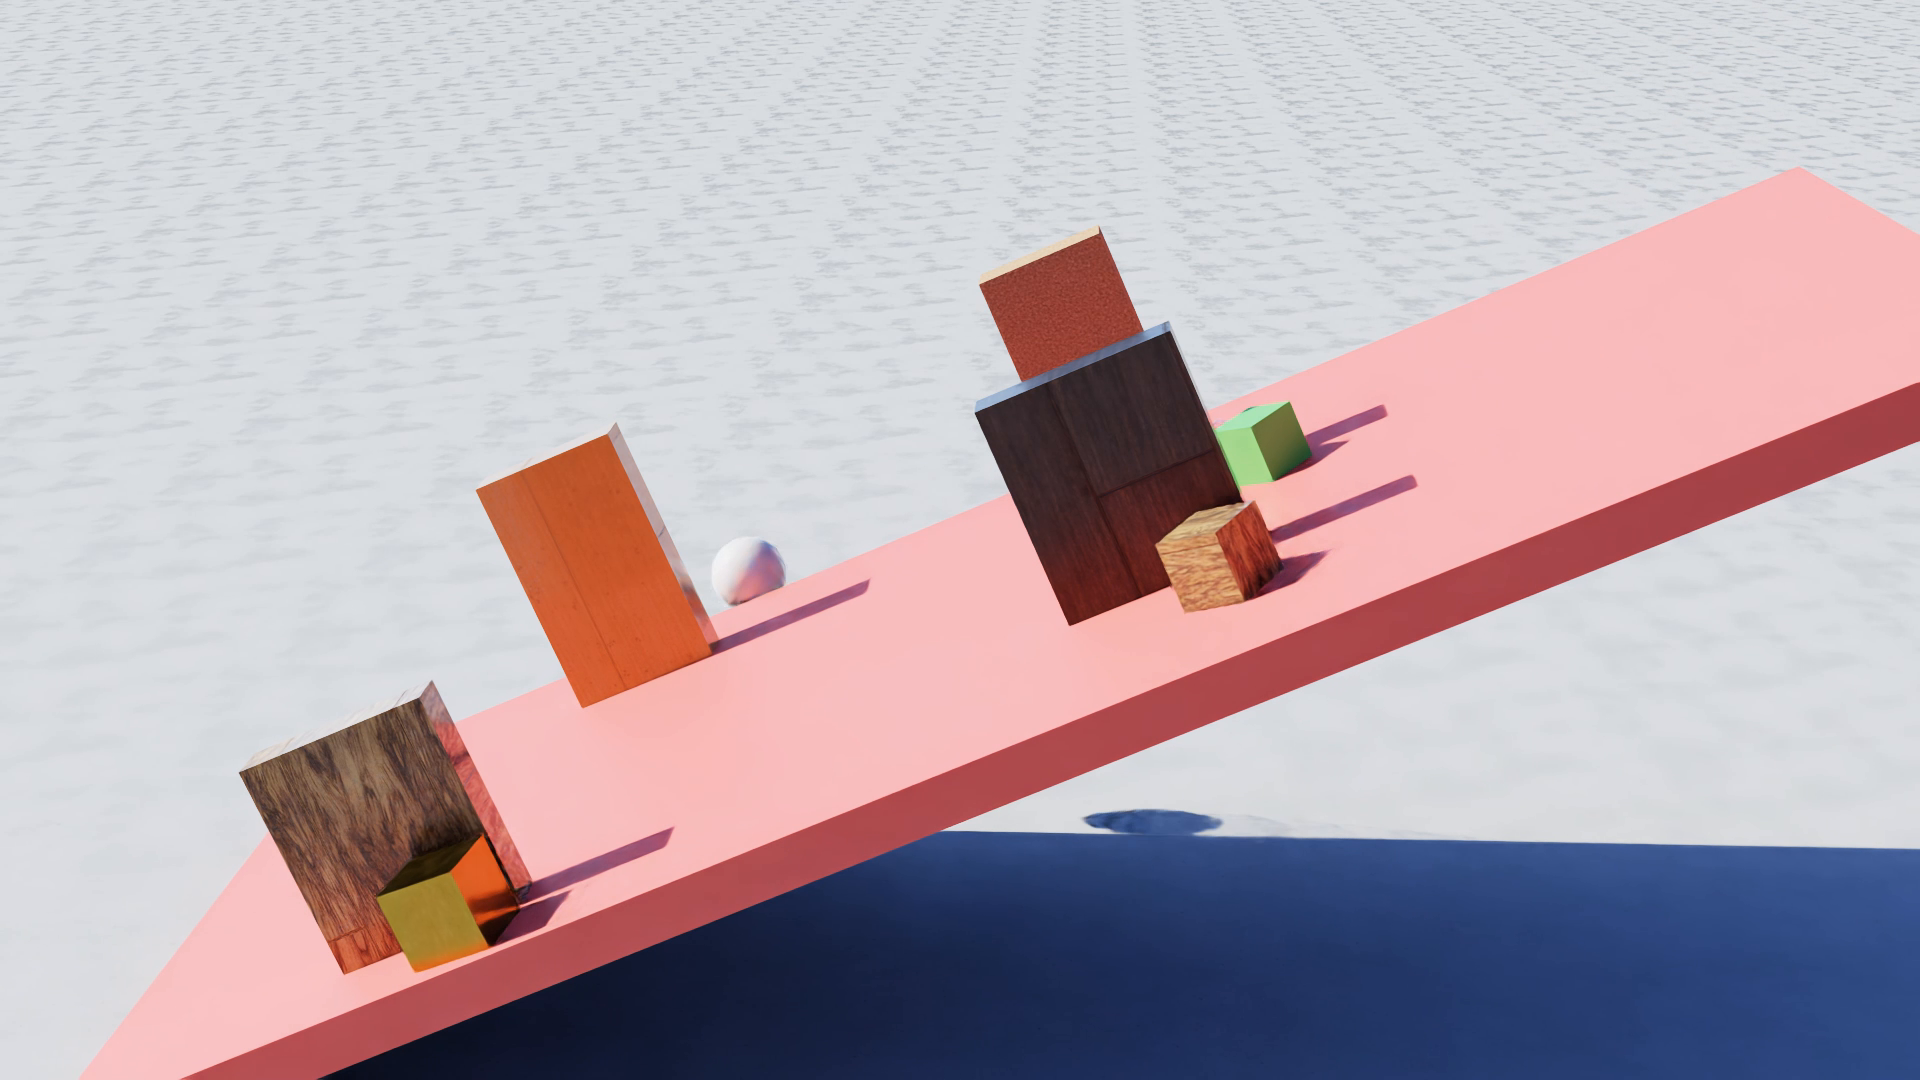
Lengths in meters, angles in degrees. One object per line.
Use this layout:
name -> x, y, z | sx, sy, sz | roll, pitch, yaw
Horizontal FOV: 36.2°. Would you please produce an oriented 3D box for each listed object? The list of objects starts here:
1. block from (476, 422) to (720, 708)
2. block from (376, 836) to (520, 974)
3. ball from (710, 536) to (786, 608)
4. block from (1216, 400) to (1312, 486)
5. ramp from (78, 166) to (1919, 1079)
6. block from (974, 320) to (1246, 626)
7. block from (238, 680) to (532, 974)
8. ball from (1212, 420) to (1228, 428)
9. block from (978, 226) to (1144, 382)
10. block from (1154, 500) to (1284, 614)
block -> -0.857, 0.061, 6.984 | 0.345, 0.584, 0.127 | -22, 13, 8
block -> -0.968, 0.690, 5.574 | 0.167, 0.167, 0.167 | -20, 13, 18
ball -> -0.534, 0.086, 7.426 | 0.190, 0.190, 0.190 | 0, 15, 0
block -> 0.650, -0.207, 6.342 | 0.131, 0.131, 0.131 | -33, 15, -34
ramp -> 0.130, 0.171, 6.285 | 4.000, 0.100, 2.000 | -22, 13, 8
block -> 0.316, -0.131, 5.853 | 0.417, 0.475, 0.108 | -22, 13, 8
block -> -1.112, 0.559, 5.715 | 0.389, 0.453, 0.114 | -22, 13, 8
ball -> 0.578, -0.204, 6.483 | 0.122, 0.122, 0.122 | 0, 15, 0
block -> 0.295, -0.349, 6.468 | 0.282, 0.614, 0.126 | -22, 13, 8
block -> 0.495, 0.032, 5.609 | 0.148, 0.148, 0.148 | -12, 17, 43
